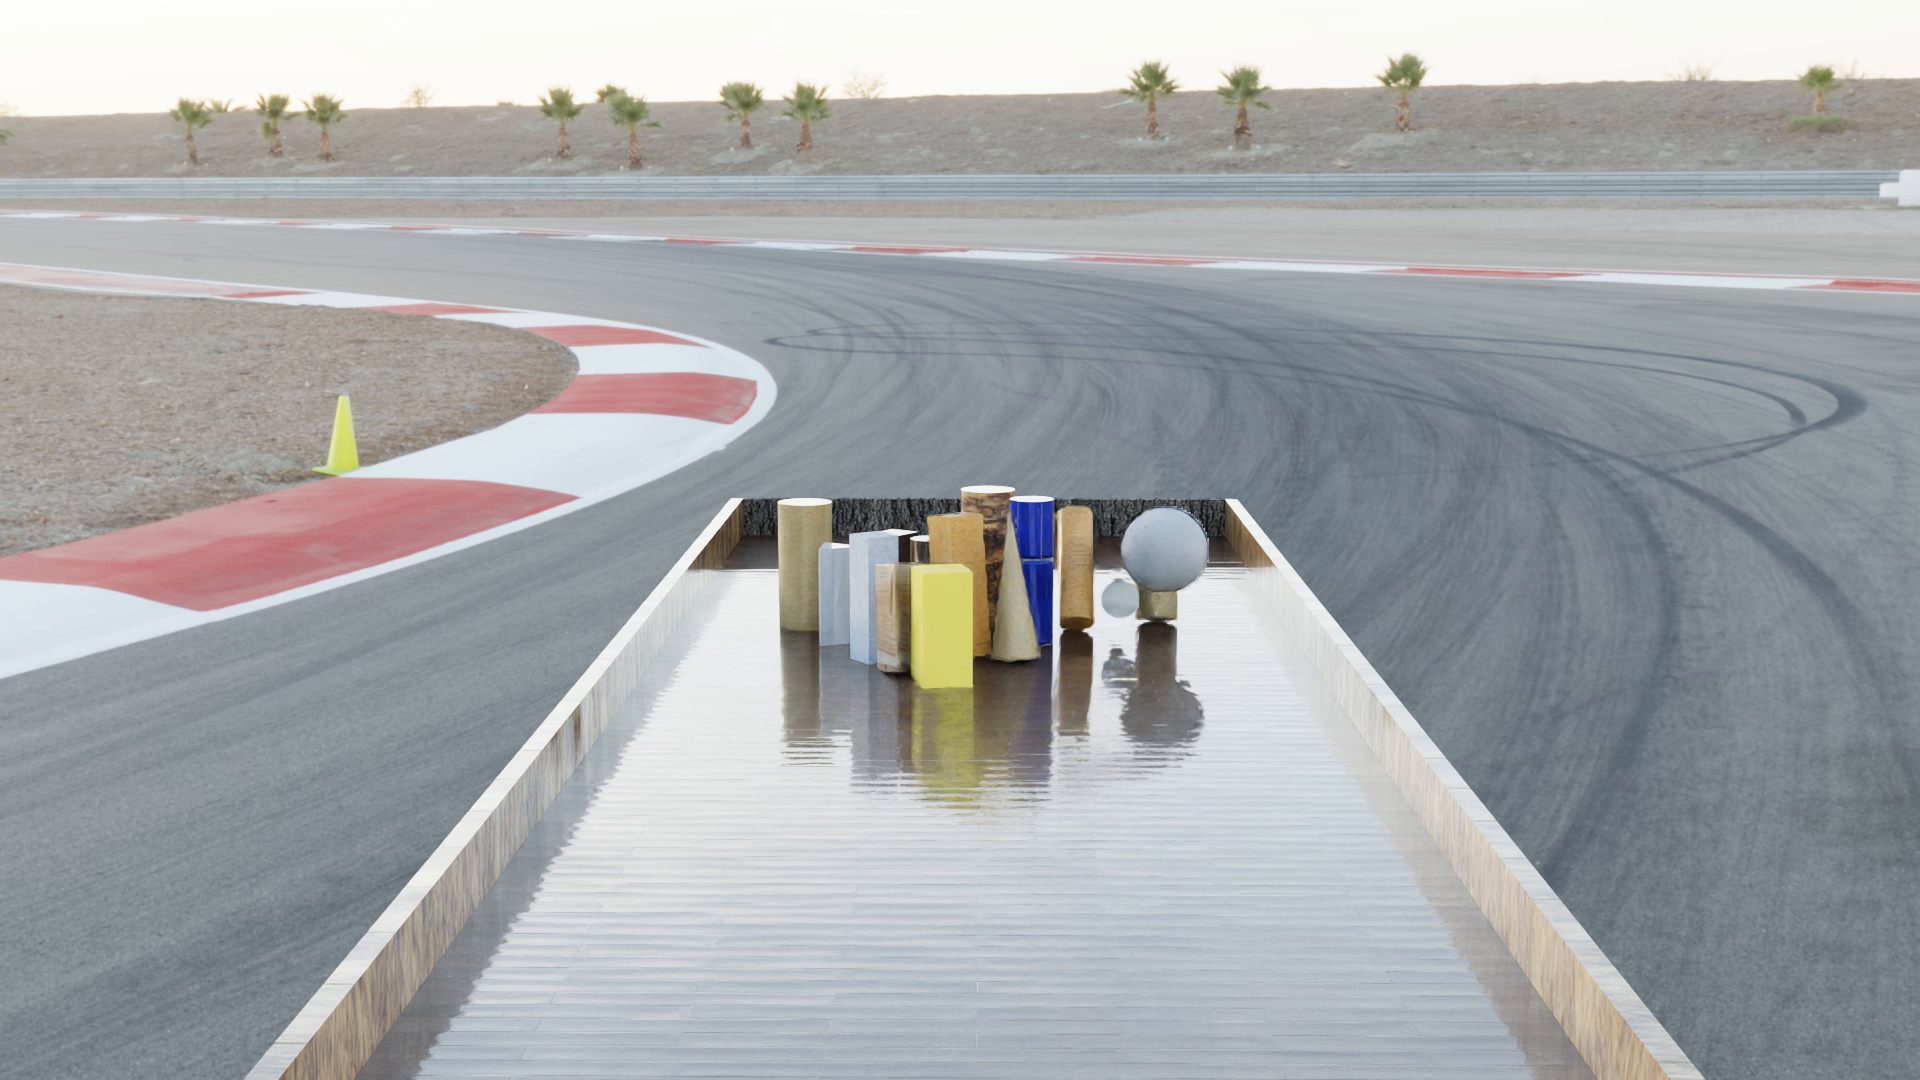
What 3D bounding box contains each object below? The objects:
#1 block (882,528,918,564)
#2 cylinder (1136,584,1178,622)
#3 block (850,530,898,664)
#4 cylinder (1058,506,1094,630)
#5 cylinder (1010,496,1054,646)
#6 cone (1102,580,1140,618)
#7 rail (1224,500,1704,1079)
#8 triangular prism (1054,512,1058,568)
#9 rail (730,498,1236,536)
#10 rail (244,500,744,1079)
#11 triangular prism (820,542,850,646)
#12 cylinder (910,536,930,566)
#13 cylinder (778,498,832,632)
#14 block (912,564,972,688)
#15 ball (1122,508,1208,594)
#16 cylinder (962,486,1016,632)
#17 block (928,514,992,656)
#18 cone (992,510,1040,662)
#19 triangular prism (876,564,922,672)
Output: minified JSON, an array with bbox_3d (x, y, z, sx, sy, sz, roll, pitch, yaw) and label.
[{"bbox_3d":[-0.210,0.129,7.196,0.106,0.312,0.106,6,11,35],"label":"block"},{"bbox_3d":[0.650,0.106,7.250,0.139,0.318,0.139,1,-5,0],"label":"cylinder"},{"bbox_3d":[-0.261,0.174,6.680,0.107,0.386,0.107,-6,11,-34],"label":"block"},{"bbox_3d":[0.378,0.091,7.183,0.117,0.391,0.117,0,-24,0],"label":"cylinder"},{"bbox_3d":[0.225,0.097,6.930,0.139,0.458,0.139,0,9,0],"label":"cylinder"},{"bbox_3d":[0.518,0.164,7.249,0.124,0.124,0.450,0,7,2],"label":"cone"},{"bbox_3d":[1.046,0.843,3.208,0.050,0.150,12.000,0,9,1],"label":"rail"},{"bbox_3d":[0.355,0.090,7.302,0.088,0.362,0.076,0,-18,-12],"label":"triangular prism"},{"bbox_3d":[0.099,-0.098,9.147,2.100,0.150,0.050,0,9,1],"label":"rail"},{"bbox_3d":[-1.004,0.839,3.234,0.050,0.150,12.000,0,9,1],"label":"rail"},{"bbox_3d":[-0.403,0.168,6.967,0.138,0.308,0.119,-4,10,-25],"label":"triangular prism"},{"bbox_3d":[-0.099,0.160,6.931,0.115,0.334,0.115,0,9,0],"label":"cylinder"},{"bbox_3d":[-0.505,0.080,7.187,0.176,0.413,0.176,0,9,0],"label":"cylinder"},{"bbox_3d":[-0.053,0.247,6.381,0.147,0.334,0.147,-2,9,-14],"label":"block"},{"bbox_3d":[0.655,0.033,7.049,0.275,0.275,0.275,0,9,0],"label":"ball"},{"bbox_3d":[0.091,0.061,7.169,0.176,0.456,0.176,0,9,0],"label":"cylinder"},{"bbox_3d":[-0.001,0.139,6.716,0.120,0.431,0.120,-6,3,-34],"label":"block"},{"bbox_3d":[0.159,0.132,6.679,0.151,0.457,0.151,-2,4,0],"label":"cone"},{"bbox_3d":[-0.197,0.229,6.519,0.117,0.317,0.135,-2,-1,33],"label":"triangular prism"}]
